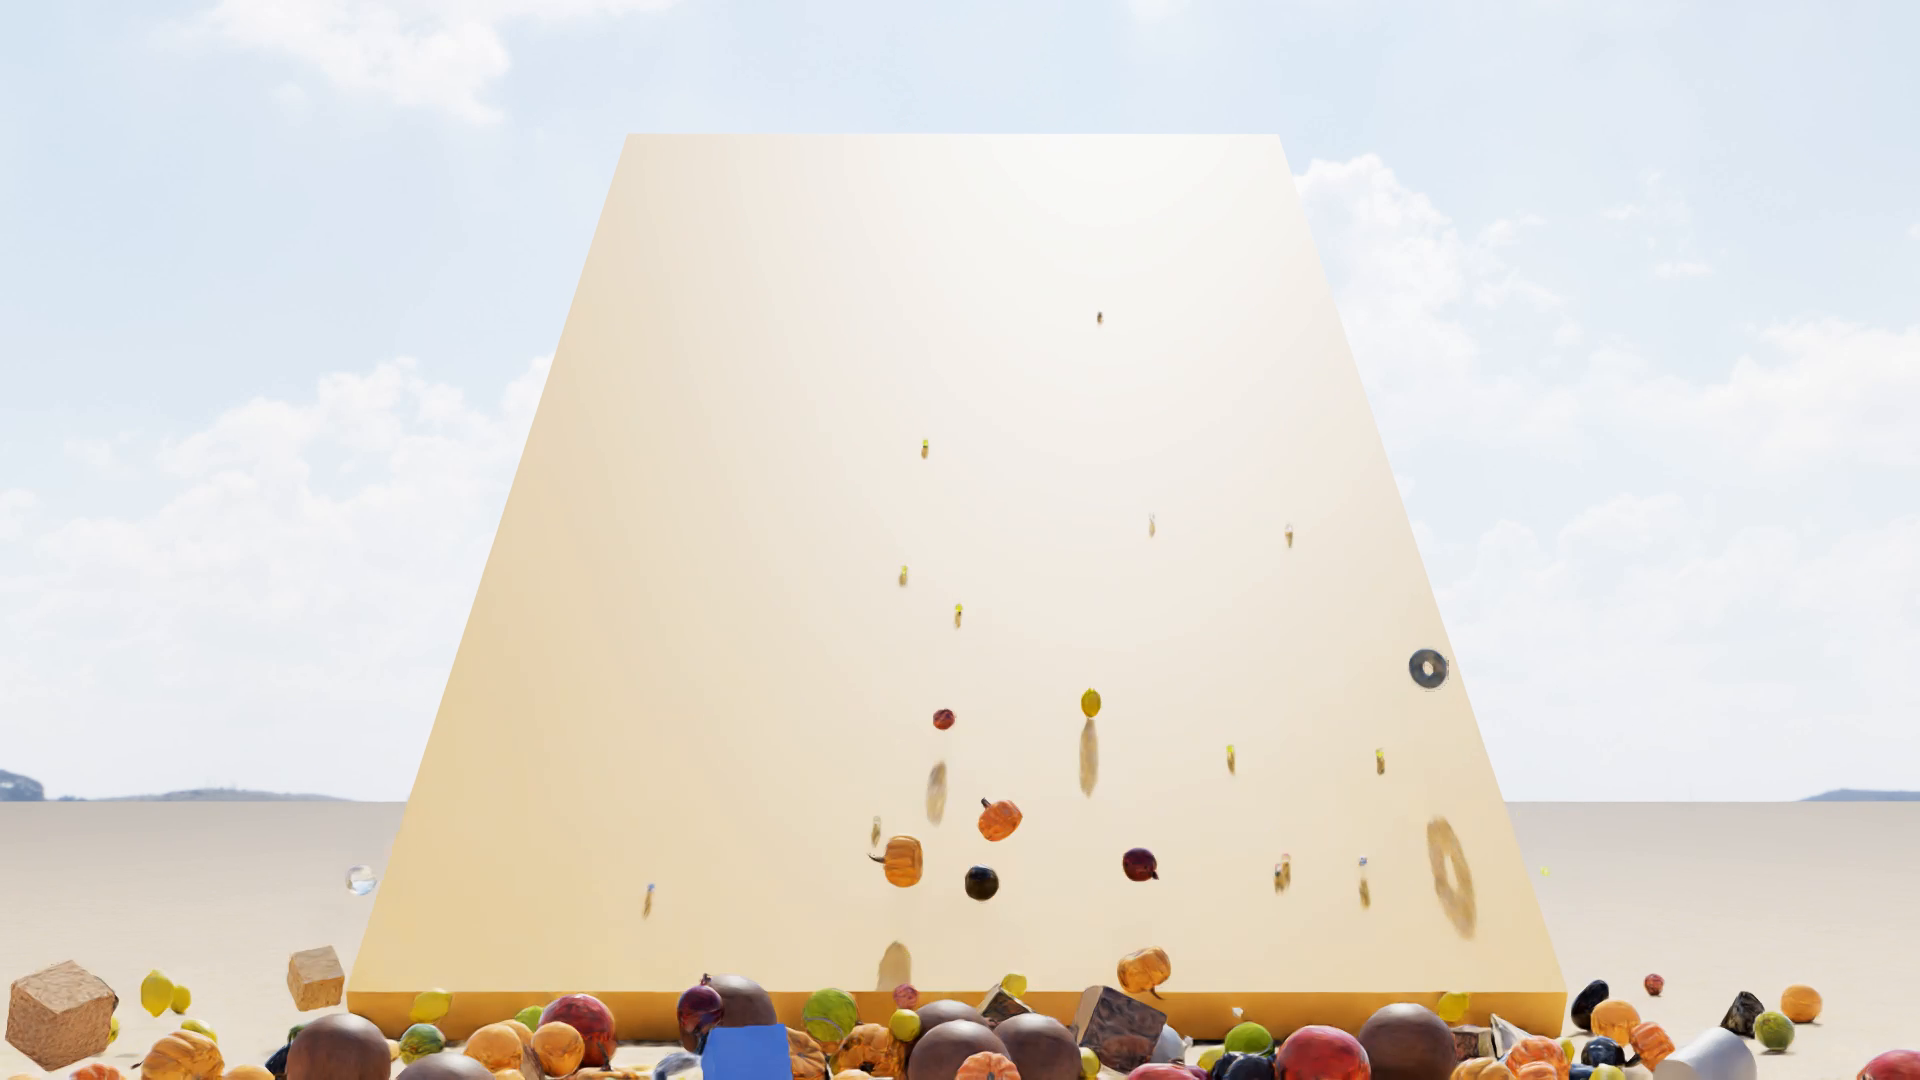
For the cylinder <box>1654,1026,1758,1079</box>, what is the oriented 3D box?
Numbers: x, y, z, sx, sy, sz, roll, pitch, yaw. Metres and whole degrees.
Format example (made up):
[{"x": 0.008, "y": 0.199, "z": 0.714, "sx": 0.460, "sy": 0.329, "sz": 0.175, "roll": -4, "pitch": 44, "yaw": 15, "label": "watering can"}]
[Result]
[{"x": 0.915, "y": 0.657, "z": 2.961, "sx": 0.087, "sy": 0.087, "sz": 0.087, "roll": -24, "pitch": 8, "yaw": -32, "label": "cylinder"}]

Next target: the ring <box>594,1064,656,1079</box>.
[{"x": -0.441, "y": 0.728, "z": 3.245, "sx": 0.105, "sy": 0.035, "sz": 0.105, "roll": -3, "pitch": -3, "yaw": 0, "label": "ring"}]

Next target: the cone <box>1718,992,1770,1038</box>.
[{"x": 1.303, "y": 0.815, "z": 4.062, "sx": 0.083, "sy": 0.083, "sz": 0.083, "roll": 5, "pitch": -35, "yaw": -42, "label": "cone"}]

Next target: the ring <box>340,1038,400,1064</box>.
[{"x": -0.895, "y": 0.776, "z": 3.662, "sx": 0.092, "sy": 0.031, "sz": 0.092, "roll": 0, "pitch": -6, "yaw": 0, "label": "ring"}]

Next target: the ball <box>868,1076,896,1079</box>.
[{"x": -0.089, "y": 0.648, "z": 2.719, "sx": 0.086, "sy": 0.086, "sz": 0.086, "roll": 0, "pitch": -6, "yaw": 0, "label": "ball"}]

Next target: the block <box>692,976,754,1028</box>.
[{"x": -0.374, "y": 0.746, "z": 3.824, "sx": 0.066, "sy": 0.066, "sz": 0.066, "roll": -29, "pitch": -30, "yaw": -11, "label": "block"}]

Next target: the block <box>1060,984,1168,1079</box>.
[{"x": 0.202, "y": 0.653, "z": 3.188, "sx": 0.094, "sy": 0.094, "sz": 0.094, "roll": 26, "pitch": -16, "yaw": -5, "label": "block"}]

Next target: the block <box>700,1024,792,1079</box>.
[{"x": -0.255, "y": 0.645, "z": 2.894, "sx": 0.091, "sy": 0.091, "sz": 0.091, "roll": -1, "pitch": -36, "yaw": -15, "label": "block"}]

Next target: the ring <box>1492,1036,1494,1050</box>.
[{"x": 0.851, "y": 0.786, "z": 3.779, "sx": 0.079, "sy": 0.026, "sz": 0.079, "roll": 13, "pitch": 1, "yaw": 0, "label": "ring"}]

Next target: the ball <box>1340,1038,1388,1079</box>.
[{"x": 0.555, "y": 0.722, "z": 3.325, "sx": 0.067, "sy": 0.067, "sz": 0.067, "roll": 0, "pitch": -6, "yaw": 0, "label": "ball"}]

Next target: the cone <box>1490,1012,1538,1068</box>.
[{"x": 0.799, "y": 0.724, "z": 3.546, "sx": 0.072, "sy": 0.072, "sz": 0.072, "roll": -22, "pitch": -33, "yaw": -15, "label": "cone"}]

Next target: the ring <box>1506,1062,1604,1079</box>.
[{"x": 0.796, "y": 0.723, "z": 3.219, "sx": 0.131, "sy": 0.044, "sz": 0.131, "roll": 1, "pitch": -6, "yaw": 0, "label": "ring"}]

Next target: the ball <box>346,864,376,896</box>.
[{"x": -1.035, "y": 0.587, "z": 4.167, "sx": 0.053, "sy": 0.053, "sz": 0.053, "roll": 0, "pitch": -6, "yaw": 0, "label": "ball"}]

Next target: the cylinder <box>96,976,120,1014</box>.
[{"x": -1.542, "y": 0.818, "z": 4.304, "sx": 0.057, "sy": 0.057, "sz": 0.057, "roll": 33, "pitch": 13, "yaw": 31, "label": "cylinder"}]

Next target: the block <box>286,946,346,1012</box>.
[{"x": -1.041, "y": 0.709, "z": 3.900, "sx": 0.068, "sy": 0.068, "sz": 0.068, "roll": -6, "pitch": 41, "yaw": -33, "label": "block"}]

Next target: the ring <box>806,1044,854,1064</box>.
[{"x": -0.197, "y": 0.778, "z": 3.652, "sx": 0.075, "sy": 0.025, "sz": 0.075, "roll": 1, "pitch": -6, "yaw": 0, "label": "ring"}]

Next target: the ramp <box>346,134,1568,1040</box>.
[{"x": -0.013, "y": -0.211, "z": 5.707, "sx": 2.000, "sy": 0.100, "sz": 4.000, "roll": 0, "pitch": 30, "yaw": 0, "label": "ramp"}]

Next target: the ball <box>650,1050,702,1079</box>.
[{"x": -0.344, "y": 0.679, "z": 3.005, "sx": 0.084, "sy": 0.084, "sz": 0.084, "roll": 0, "pitch": -6, "yaw": 0, "label": "ball"}]

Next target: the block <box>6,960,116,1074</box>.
[{"x": -1.262, "y": 0.668, "z": 3.386, "sx": 0.097, "sy": 0.097, "sz": 0.097, "roll": 25, "pitch": 22, "yaw": 27, "label": "block"}]

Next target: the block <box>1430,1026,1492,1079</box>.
[{"x": 0.710, "y": 0.730, "z": 3.420, "sx": 0.071, "sy": 0.071, "sz": 0.071, "roll": -3, "pitch": -7, "yaw": 27, "label": "block"}]

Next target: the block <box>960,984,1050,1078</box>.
[{"x": 0.064, "y": 0.708, "z": 3.484, "sx": 0.090, "sy": 0.090, "sz": 0.090, "roll": 36, "pitch": -5, "yaw": 0, "label": "block"}]

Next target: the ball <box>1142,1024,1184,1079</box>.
[{"x": 0.266, "y": 0.712, "z": 3.341, "sx": 0.090, "sy": 0.090, "sz": 0.090, "roll": 0, "pitch": -6, "yaw": 0, "label": "ball"}]

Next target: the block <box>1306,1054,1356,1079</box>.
[{"x": 0.484, "y": 0.705, "z": 3.148, "sx": 0.062, "sy": 0.062, "sz": 0.062, "roll": -1, "pitch": -6, "yaw": 12, "label": "block"}]

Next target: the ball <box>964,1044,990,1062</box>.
[{"x": 0.041, "y": 0.755, "z": 3.656, "sx": 0.070, "sy": 0.070, "sz": 0.070, "roll": 0, "pitch": -6, "yaw": 0, "label": "ball"}]
